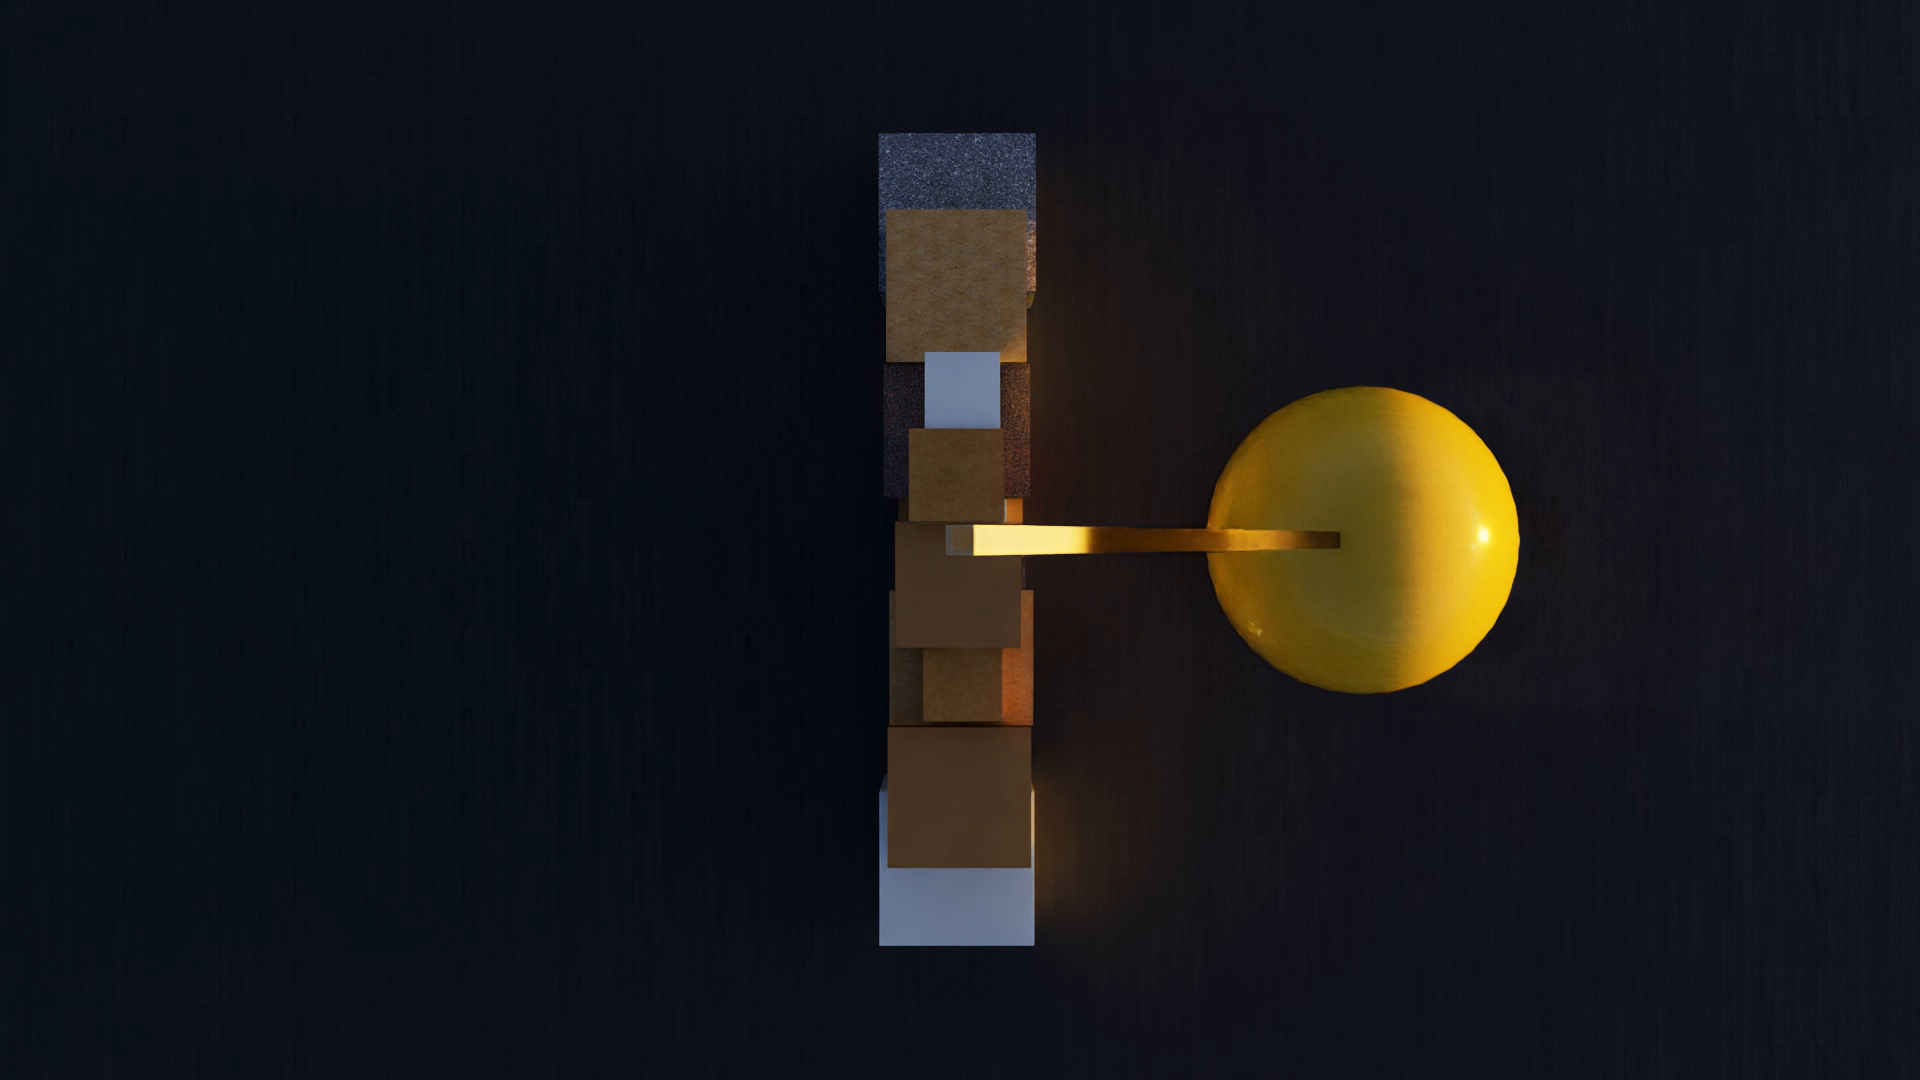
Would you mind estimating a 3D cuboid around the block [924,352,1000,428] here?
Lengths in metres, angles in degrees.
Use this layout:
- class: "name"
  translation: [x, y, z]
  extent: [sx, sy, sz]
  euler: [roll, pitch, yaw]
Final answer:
- class: "block"
  translation: [0.012, -0.746, 11.155]
  extent: [0.374, 0.430, 0.382]
  euler: [0, 90, 0]

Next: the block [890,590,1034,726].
- class: "block"
  translation: [0.007, 0.627, 11.929]
  extent: [0.759, 0.661, 0.711]
  euler: [0, 89, 0]

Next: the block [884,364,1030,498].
- class: "block"
  translation: [-0.017, -0.575, 11.816]
  extent: [0.763, 0.689, 0.694]
  euler: [0, 90, 0]

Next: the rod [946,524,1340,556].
- class: "rod"
  translation: [0.899, 0.000, 8.190]
  extent: [0.080, 5.200, 0.080]
  euler: [0, 90, 20]

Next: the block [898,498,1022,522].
- class: "block"
  translation: [0.003, -0.349, 12.580]
  extent: [0.688, 0.839, 0.688]
  euler: [0, 90, 0]

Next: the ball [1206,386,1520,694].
- class: "ball"
  translation: [2.074, 0.000, 11.380]
  extent: [1.600, 1.600, 1.600]
  euler: [0, 90, 0]

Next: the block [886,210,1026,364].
- class: "block"
  translation: [-0.019, -1.320, 11.730]
  extent: [0.726, 0.734, 0.787]
  euler: [0, 91, 0]

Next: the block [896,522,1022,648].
- class: "block"
  translation: [-0.009, 0.227, 11.338]
  extent: [0.634, 0.530, 0.635]
  euler: [0, 89, 0]

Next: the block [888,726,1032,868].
- class: "block"
  translation: [-0.003, 1.342, 11.718]
  extent: [0.738, 0.821, 0.721]
  euler: [0, 88, 0]

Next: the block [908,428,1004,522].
- class: "block"
  translation: [-0.018, -0.323, 11.194]
  extent: [0.472, 0.555, 0.460]
  euler: [0, 90, 0]

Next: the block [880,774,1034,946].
- class: "block"
  translation: [-0.017, 1.813, 12.563]
  extent: [0.854, 0.873, 0.849]
  euler: [0, 90, 0]

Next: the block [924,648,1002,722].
- class: "block"
  translation: [0.015, 0.738, 11.386]
  extent: [0.405, 0.421, 0.374]
  euler: [0, 89, 0]

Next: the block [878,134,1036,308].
- class: "block"
  translation: [-0.014, -1.804, 12.548]
  extent: [0.865, 0.904, 0.867]
  euler: [0, 90, 0]

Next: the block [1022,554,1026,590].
- class: "block"
  translation: [0.014, 0.340, 12.665]
  extent: [0.706, 0.669, 0.671]
  euler: [0, 90, 0]

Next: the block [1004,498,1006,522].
- class: "block"
  translation: [0.005, 0.024, 11.936]
  extent: [0.486, 0.450, 0.486]
  euler: [0, 90, 0]
